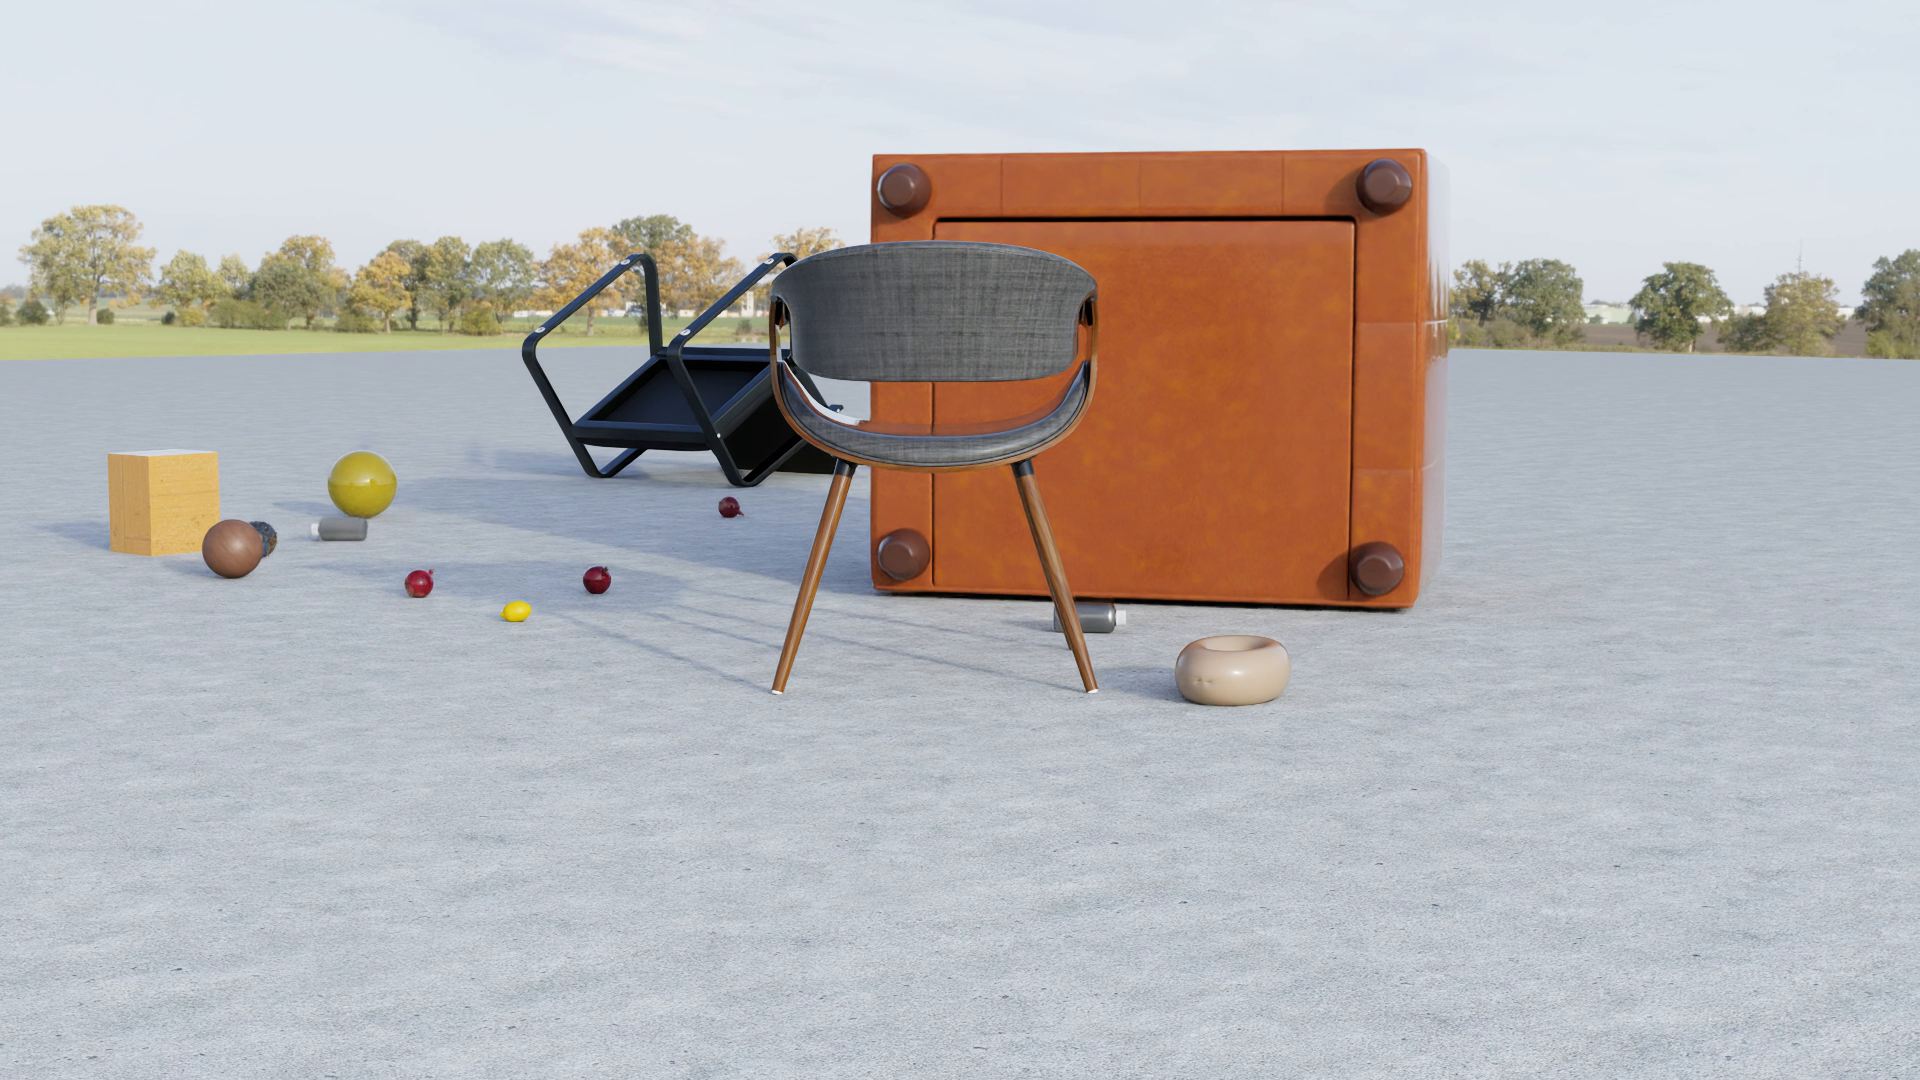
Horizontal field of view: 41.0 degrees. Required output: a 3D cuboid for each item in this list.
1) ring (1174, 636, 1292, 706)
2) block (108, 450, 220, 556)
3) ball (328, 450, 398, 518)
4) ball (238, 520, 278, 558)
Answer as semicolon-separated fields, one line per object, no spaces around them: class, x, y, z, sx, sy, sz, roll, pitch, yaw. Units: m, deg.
ring;0.428;0.204;4.020;0.170;0.087;0.242;5;8;28
block;-1.909;-0.092;6.155;0.165;0.236;0.193;5;7;38
ball;-1.624;-0.152;6.974;0.186;0.186;0.186;0;6;0
ball;-1.641;-0.001;5.994;0.089;0.089;0.089;0;6;0
